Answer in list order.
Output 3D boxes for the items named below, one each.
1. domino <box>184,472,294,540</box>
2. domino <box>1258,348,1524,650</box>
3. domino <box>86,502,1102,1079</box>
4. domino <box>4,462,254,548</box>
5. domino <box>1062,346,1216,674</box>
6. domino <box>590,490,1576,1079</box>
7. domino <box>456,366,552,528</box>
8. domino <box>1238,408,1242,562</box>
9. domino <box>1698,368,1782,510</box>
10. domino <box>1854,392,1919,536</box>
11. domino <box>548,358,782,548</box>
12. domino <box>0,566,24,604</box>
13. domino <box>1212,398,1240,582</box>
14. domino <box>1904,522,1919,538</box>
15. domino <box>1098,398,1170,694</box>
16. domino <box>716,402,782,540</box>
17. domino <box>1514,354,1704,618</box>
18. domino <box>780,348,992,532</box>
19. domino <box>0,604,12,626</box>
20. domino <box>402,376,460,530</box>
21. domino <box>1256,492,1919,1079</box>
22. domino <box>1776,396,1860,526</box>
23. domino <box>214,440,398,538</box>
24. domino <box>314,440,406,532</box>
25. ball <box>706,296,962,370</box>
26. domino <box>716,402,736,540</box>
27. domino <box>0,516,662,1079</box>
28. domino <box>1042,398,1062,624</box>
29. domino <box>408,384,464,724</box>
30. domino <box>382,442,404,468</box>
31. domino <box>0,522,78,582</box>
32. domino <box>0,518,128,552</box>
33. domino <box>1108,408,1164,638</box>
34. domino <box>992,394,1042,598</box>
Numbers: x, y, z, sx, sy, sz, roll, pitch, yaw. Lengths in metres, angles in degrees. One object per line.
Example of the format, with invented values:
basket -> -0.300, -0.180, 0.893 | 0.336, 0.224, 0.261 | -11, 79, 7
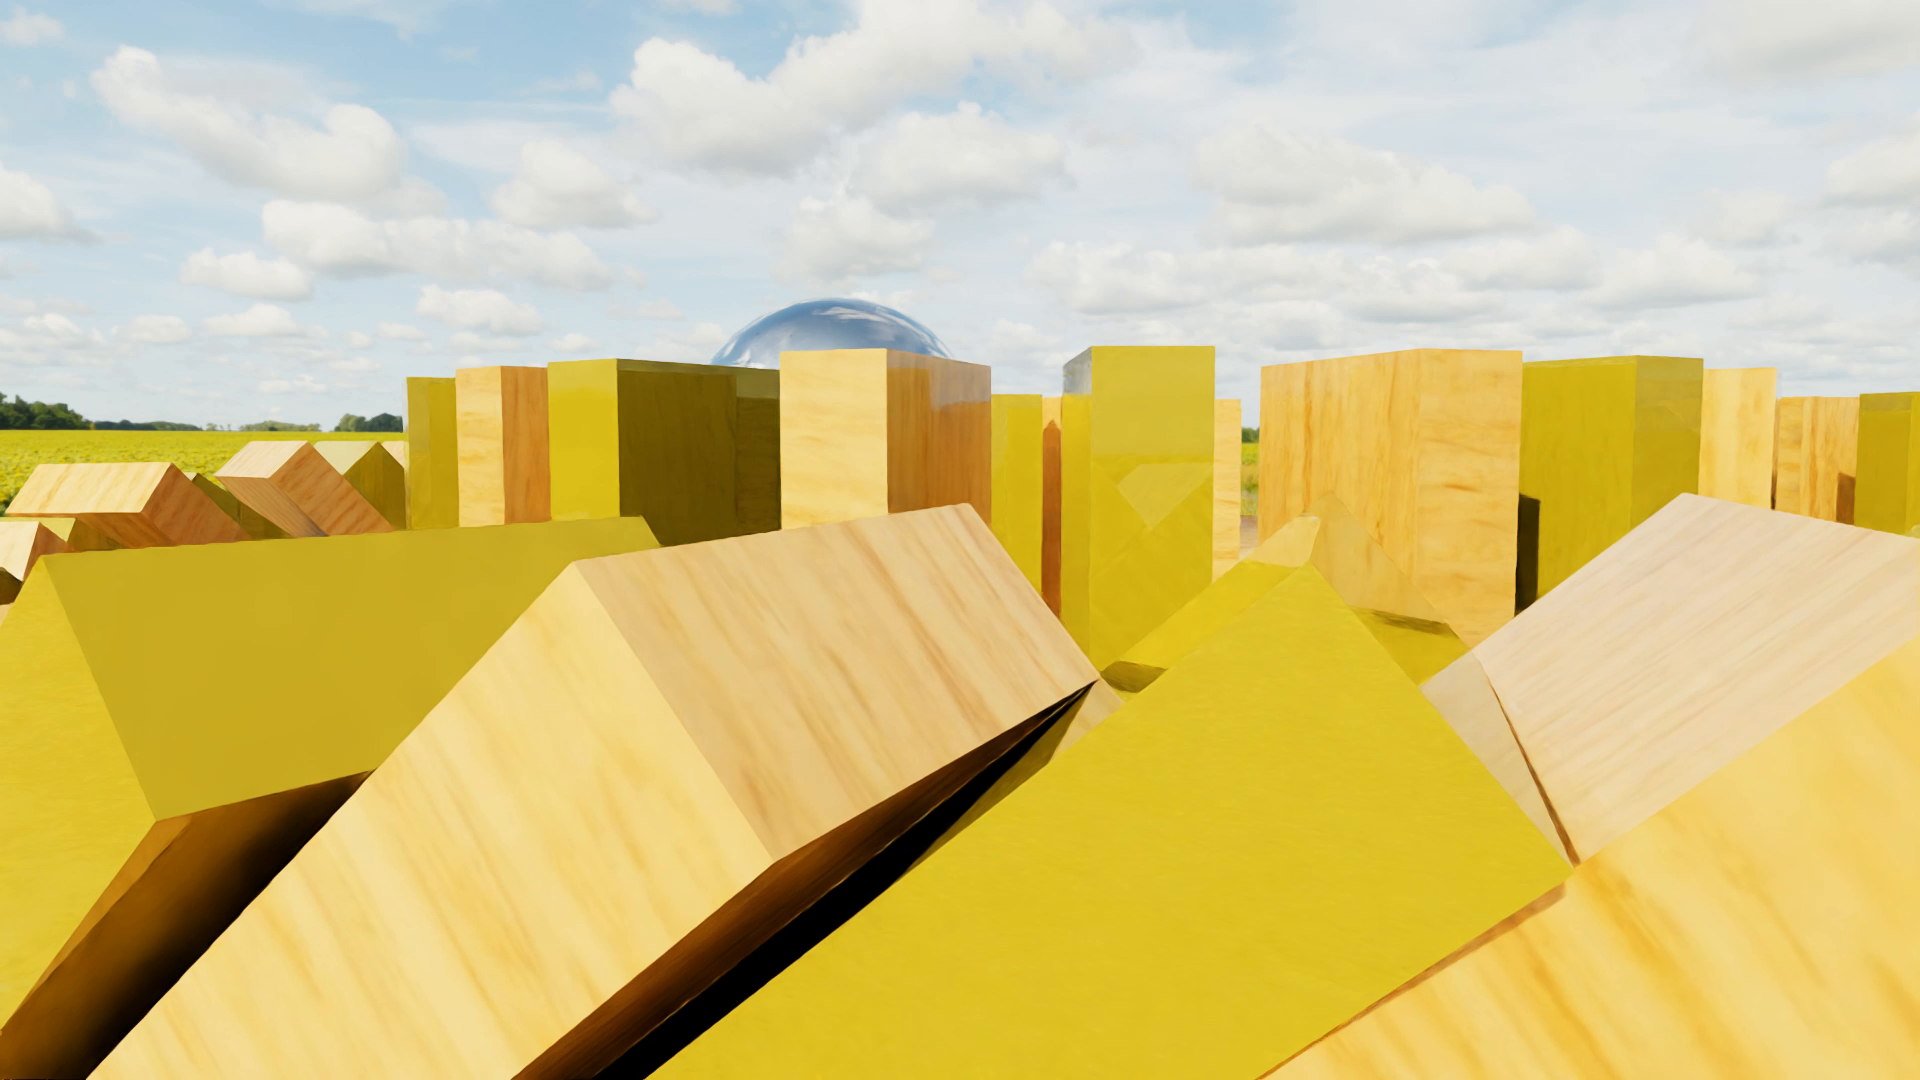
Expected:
domino -> -0.126, 0.006, 0.236 | 0.025, 0.009, 0.050 | 3, -32, 37
domino -> 0.037, 0.009, 0.116 | 0.009, 0.050, 0.025 | -1, 4, -16
domino -> -0.019, 0.019, 0.054 | 0.050, 0.009, 0.025 | -42, -13, 23
domino -> -0.128, 0.007, 0.214 | 0.025, 0.009, 0.050 | 0, -36, 13
domino -> 0.015, 0.009, 0.112 | 0.009, 0.050, 0.025 | 0, 4, 0
domino -> -0.003, 0.019, 0.050 | 0.050, 0.010, 0.025 | -41, -7, 17
domino -> -0.039, 0.007, 0.137 | 0.009, 0.050, 0.025 | 4, 6, 43
domino -> 0.058, -0.004, 0.290 | 0.010, 0.050, 0.025 | 1, 4, 10
domino -> 0.073, 0.007, 0.139 | 0.025, 0.050, 0.009 | 3, 5, 35
domino -> 0.149, 0.003, 0.192 | 0.025, 0.050, 0.010 | 0, 4, -5
domino -> -0.027, 0.008, 0.128 | 0.009, 0.050, 0.025 | 3, 5, 35
domino -> -0.120, 0.015, 0.154 | 0.025, 0.010, 0.050 | -1, -24, -9
domino -> 0.044, 0.000, 0.229 | 0.009, 0.050, 0.025 | 1, 4, 9
domino -> 0.029, 0.019, 0.048 | 0.050, 0.010, 0.025 | -41, 1, 7
domino -> 0.029, 0.000, 0.229 | 0.009, 0.050, 0.025 | -1, 4, -7
domino -> -0.046, -0.001, 0.249 | 0.025, 0.050, 0.009 | 3, 5, 37
domino -> 0.055, 0.008, 0.123 | 0.009, 0.050, 0.025 | -2, 5, -29
domino -> -0.006, 0.009, 0.116 | 0.009, 0.050, 0.025 | 2, 5, 21
domino -> -0.055, 0.020, 0.070 | 0.050, 0.009, 0.025 | -37, -18, 32
domino -> -0.053, 0.006, 0.155 | 0.025, 0.050, 0.009 | -2, 5, -27
domino -> 0.012, 0.019, 0.047 | 0.050, 0.010, 0.025 | -41, -4, 14
domino -> 0.143, 0.002, 0.213 | 0.025, 0.050, 0.009 | -2, 5, -20
domino -> -0.118, 0.002, 0.250 | 0.025, 0.050, 0.010 | 4, 49, 40
domino -> -0.110, 0.001, 0.260 | 0.025, 0.050, 0.009 | 4, 49, 40
ball -> -0.032, -0.022, 0.331 | 0.080, 0.080, 0.080 | 0, 4, 0
domino -> -0.054, 0.000, 0.236 | 0.025, 0.050, 0.010 | 2, 5, 28
domino -> -0.035, 0.019, 0.060 | 0.050, 0.009, 0.025 | -43, -18, 27
domino -> 0.011, 0.001, 0.221 | 0.010, 0.050, 0.025 | -4, 6, -42
domino -> -0.059, 0.005, 0.171 | 0.025, 0.050, 0.010 | -1, 4, -15
domino -> -0.101, 0.001, 0.270 | 0.025, 0.050, 0.009 | 3, 49, 40
domino -> -0.125, 0.013, 0.174 | 0.025, 0.010, 0.050 | -1, -25, -4
domino -> -0.129, 0.012, 0.196 | 0.025, 0.010, 0.050 | 1, -25, 9
domino -> 0.040, -0.004, 0.292 | 0.009, 0.050, 0.025 | 0, 4, 2
domino -> 0.000, 0.002, 0.201 | 0.025, 0.050, 0.009 | 0, 4, 0
